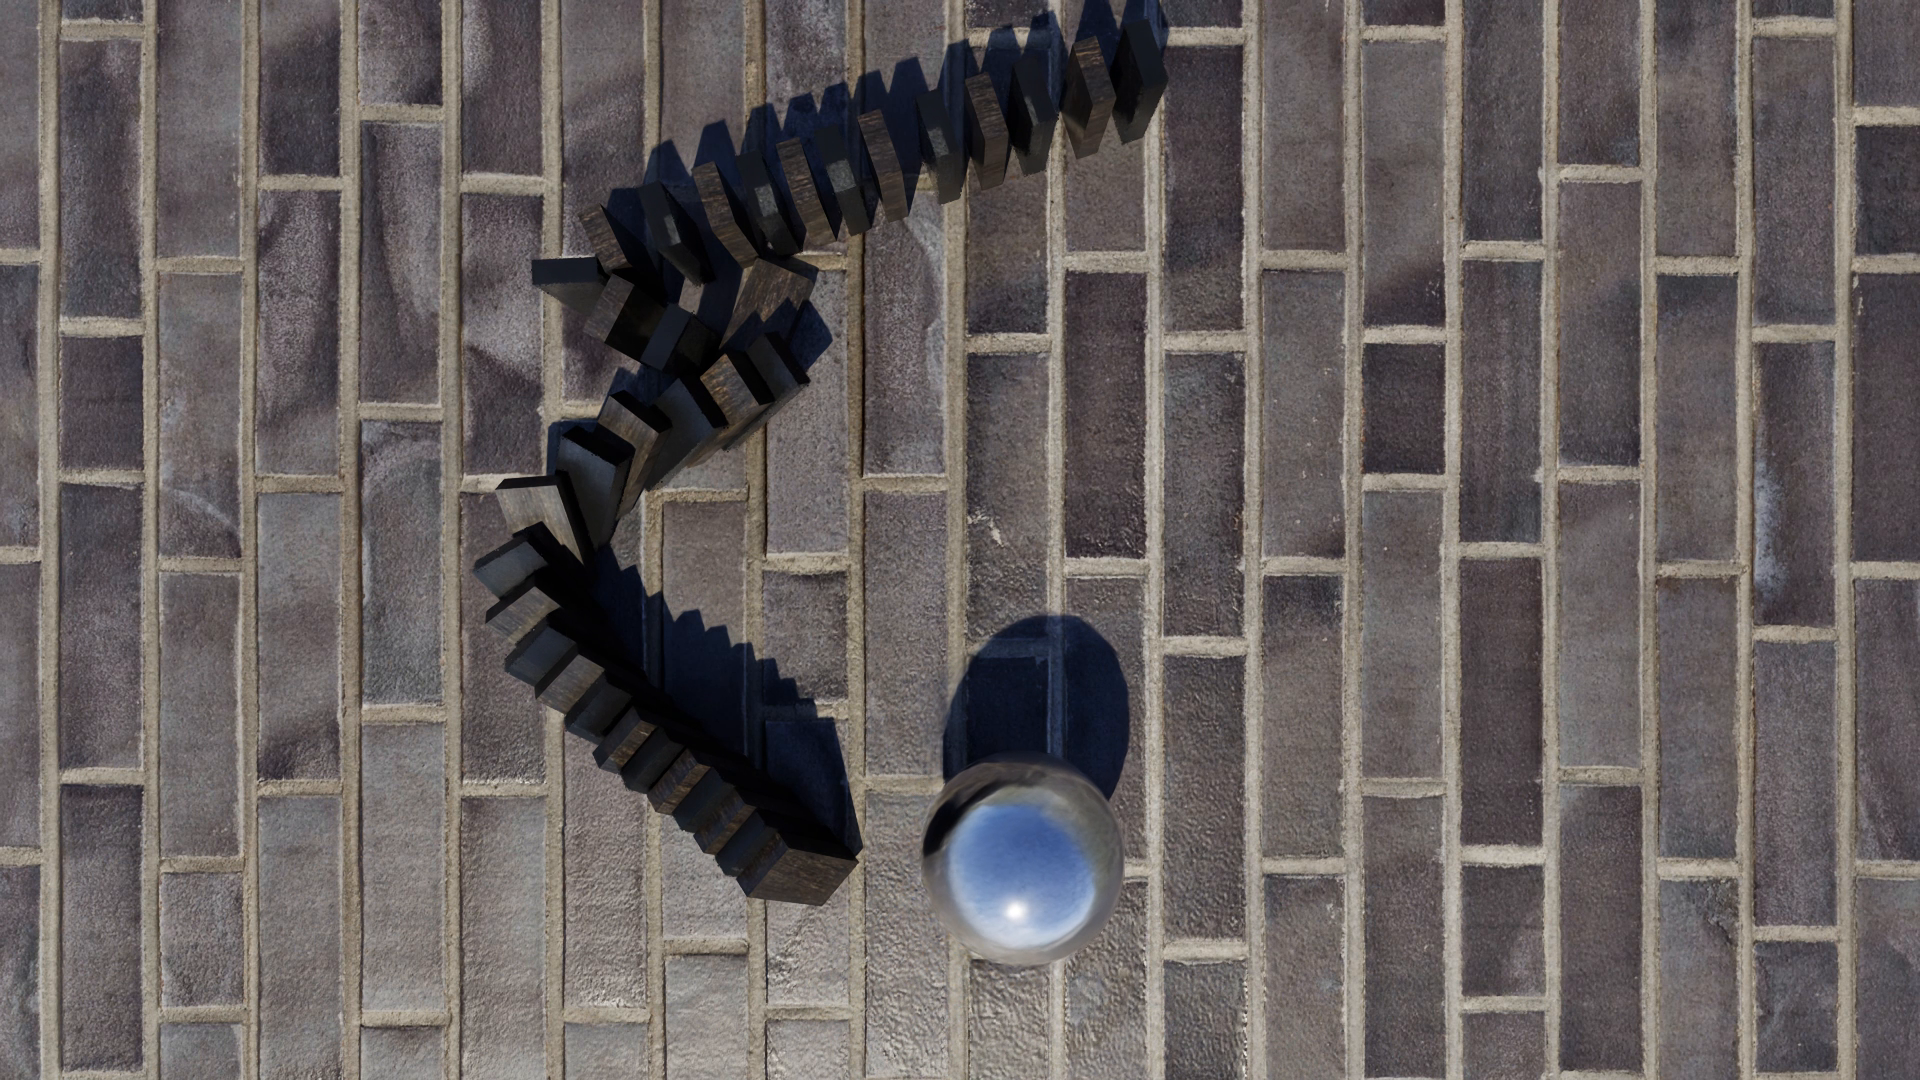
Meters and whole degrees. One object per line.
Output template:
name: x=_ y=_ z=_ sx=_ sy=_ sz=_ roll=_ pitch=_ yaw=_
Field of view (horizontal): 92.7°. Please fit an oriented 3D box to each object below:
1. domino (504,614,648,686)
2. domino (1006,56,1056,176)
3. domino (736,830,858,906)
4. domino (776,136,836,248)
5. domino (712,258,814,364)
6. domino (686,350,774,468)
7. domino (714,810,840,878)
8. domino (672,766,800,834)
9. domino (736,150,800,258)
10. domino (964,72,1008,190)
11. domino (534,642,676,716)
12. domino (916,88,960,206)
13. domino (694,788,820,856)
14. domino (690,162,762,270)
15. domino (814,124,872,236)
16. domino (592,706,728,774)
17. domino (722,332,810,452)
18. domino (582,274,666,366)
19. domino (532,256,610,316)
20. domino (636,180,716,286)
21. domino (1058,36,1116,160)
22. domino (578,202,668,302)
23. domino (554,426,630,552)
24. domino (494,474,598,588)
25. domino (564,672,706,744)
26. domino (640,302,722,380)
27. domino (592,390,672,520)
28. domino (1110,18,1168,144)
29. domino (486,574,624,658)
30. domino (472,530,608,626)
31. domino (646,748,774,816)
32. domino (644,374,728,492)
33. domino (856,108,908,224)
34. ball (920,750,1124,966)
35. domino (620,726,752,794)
domino: x=-0.159 y=0.055 z=0.381 sx=0.025 sy=0.009 sz=0.050 roll=-46 pitch=127 yaw=1
domino: x=0.029 y=-0.172 z=0.375 sx=0.010 sy=0.050 sz=0.025 roll=-18 pitch=90 yaw=0
domino: x=-0.066 y=0.136 z=0.377 sx=0.025 sy=0.050 sz=0.010 roll=-50 pitch=53 yaw=0
domino: x=-0.062 y=-0.141 z=0.375 sx=0.010 sy=0.050 sz=0.025 roll=-18 pitch=90 yaw=0
domino: x=-0.085 y=-0.093 z=0.395 sx=0.025 sy=0.010 sz=0.050 roll=23 pitch=90 yaw=0
domino: x=-0.103 y=-0.054 z=0.381 sx=0.050 sy=0.009 sz=0.025 roll=-33 pitch=91 yaw=31
domino: x=-0.074 y=0.128 z=0.377 sx=0.025 sy=0.050 sz=0.009 roll=-50 pitch=53 yaw=0
domino: x=-0.091 y=0.110 z=0.377 sx=0.025 sy=0.050 sz=0.009 roll=-49 pitch=53 yaw=0
domino: x=-0.078 y=-0.136 z=0.375 sx=0.010 sy=0.050 sz=0.025 roll=-17 pitch=90 yaw=0
domino: x=0.010 y=-0.166 z=0.375 sx=0.010 sy=0.050 sz=0.025 roll=-19 pitch=90 yaw=0
domino: x=-0.147 y=0.066 z=0.381 sx=0.025 sy=0.010 sz=0.050 roll=-47 pitch=127 yaw=0
domino: x=-0.009 y=-0.159 z=0.375 sx=0.010 sy=0.050 sz=0.025 roll=-19 pitch=90 yaw=0
domino: x=-0.083 y=0.119 z=0.377 sx=0.025 sy=0.050 sz=0.009 roll=-49 pitch=53 yaw=0
domino: x=-0.094 y=-0.132 z=0.375 sx=0.010 sy=0.050 sz=0.025 roll=-19 pitch=90 yaw=0
domino: x=-0.047 y=-0.146 z=0.375 sx=0.009 sy=0.050 sz=0.025 roll=-20 pitch=90 yaw=0
domino: x=-0.122 y=0.088 z=0.378 sx=0.025 sy=0.050 sz=0.010 roll=-49 pitch=48 yaw=0
domino: x=-0.088 y=-0.062 z=0.384 sx=0.050 sy=0.010 sz=0.025 roll=-34 pitch=90 yaw=29
domino: x=-0.134 y=-0.089 z=0.375 sx=0.010 sy=0.050 sz=0.025 roll=28 pitch=90 yaw=0
domino: x=-0.151 y=-0.103 z=0.375 sx=0.025 sy=0.050 sz=0.010 roll=-3 pitch=90 yaw=0
domino: x=-0.115 y=-0.124 z=0.375 sx=0.009 sy=0.050 sz=0.025 roll=-19 pitch=90 yaw=0
domino: x=0.051 y=-0.179 z=0.375 sx=0.009 sy=0.050 sz=0.025 roll=-18 pitch=90 yaw=0
domino: x=-0.137 y=-0.116 z=0.375 sx=0.010 sy=0.050 sz=0.025 roll=-26 pitch=90 yaw=0
domino: x=-0.155 y=-0.020 z=0.381 sx=0.025 sy=0.009 sz=0.050 roll=30 pitch=127 yaw=0
domino: x=-0.172 y=-0.002 z=0.383 sx=0.025 sy=0.010 sz=0.050 roll=-4 pitch=122 yaw=1
domino: x=-0.135 y=0.077 z=0.381 sx=0.025 sy=0.009 sz=0.050 roll=-49 pitch=127 yaw=0
domino: x=-0.112 y=-0.078 z=0.375 sx=0.010 sy=0.050 sz=0.025 roll=28 pitch=90 yaw=0
domino: x=-0.142 y=-0.035 z=0.383 sx=0.025 sy=0.009 sz=0.050 roll=38 pitch=120 yaw=0
domino: x=0.071 y=-0.186 z=0.375 sx=0.010 sy=0.050 sz=0.025 roll=-19 pitch=90 yaw=0
domino: x=-0.167 y=0.039 z=0.381 sx=0.025 sy=0.009 sz=0.050 roll=-37 pitch=127 yaw=1
domino: x=-0.174 y=0.022 z=0.382 sx=0.025 sy=0.009 sz=0.050 roll=-30 pitch=124 yaw=0
domino: x=-0.101 y=0.103 z=0.377 sx=0.025 sy=0.050 sz=0.009 roll=-49 pitch=52 yaw=0
domino: x=-0.121 y=-0.044 z=0.383 sx=0.050 sy=0.010 sz=0.025 roll=-34 pitch=90 yaw=31
domino: x=-0.031 y=-0.152 z=0.375 sx=0.009 sy=0.050 sz=0.025 roll=-19 pitch=90 yaw=0
ball: x=0.024 y=0.124 z=0.360 sx=0.080 sy=0.080 sz=0.080 roll=0 pitch=90 yaw=0
domino: x=-0.111 y=0.096 z=0.378 sx=0.025 sy=0.050 sz=0.009 roll=-49 pitch=50 yaw=0
